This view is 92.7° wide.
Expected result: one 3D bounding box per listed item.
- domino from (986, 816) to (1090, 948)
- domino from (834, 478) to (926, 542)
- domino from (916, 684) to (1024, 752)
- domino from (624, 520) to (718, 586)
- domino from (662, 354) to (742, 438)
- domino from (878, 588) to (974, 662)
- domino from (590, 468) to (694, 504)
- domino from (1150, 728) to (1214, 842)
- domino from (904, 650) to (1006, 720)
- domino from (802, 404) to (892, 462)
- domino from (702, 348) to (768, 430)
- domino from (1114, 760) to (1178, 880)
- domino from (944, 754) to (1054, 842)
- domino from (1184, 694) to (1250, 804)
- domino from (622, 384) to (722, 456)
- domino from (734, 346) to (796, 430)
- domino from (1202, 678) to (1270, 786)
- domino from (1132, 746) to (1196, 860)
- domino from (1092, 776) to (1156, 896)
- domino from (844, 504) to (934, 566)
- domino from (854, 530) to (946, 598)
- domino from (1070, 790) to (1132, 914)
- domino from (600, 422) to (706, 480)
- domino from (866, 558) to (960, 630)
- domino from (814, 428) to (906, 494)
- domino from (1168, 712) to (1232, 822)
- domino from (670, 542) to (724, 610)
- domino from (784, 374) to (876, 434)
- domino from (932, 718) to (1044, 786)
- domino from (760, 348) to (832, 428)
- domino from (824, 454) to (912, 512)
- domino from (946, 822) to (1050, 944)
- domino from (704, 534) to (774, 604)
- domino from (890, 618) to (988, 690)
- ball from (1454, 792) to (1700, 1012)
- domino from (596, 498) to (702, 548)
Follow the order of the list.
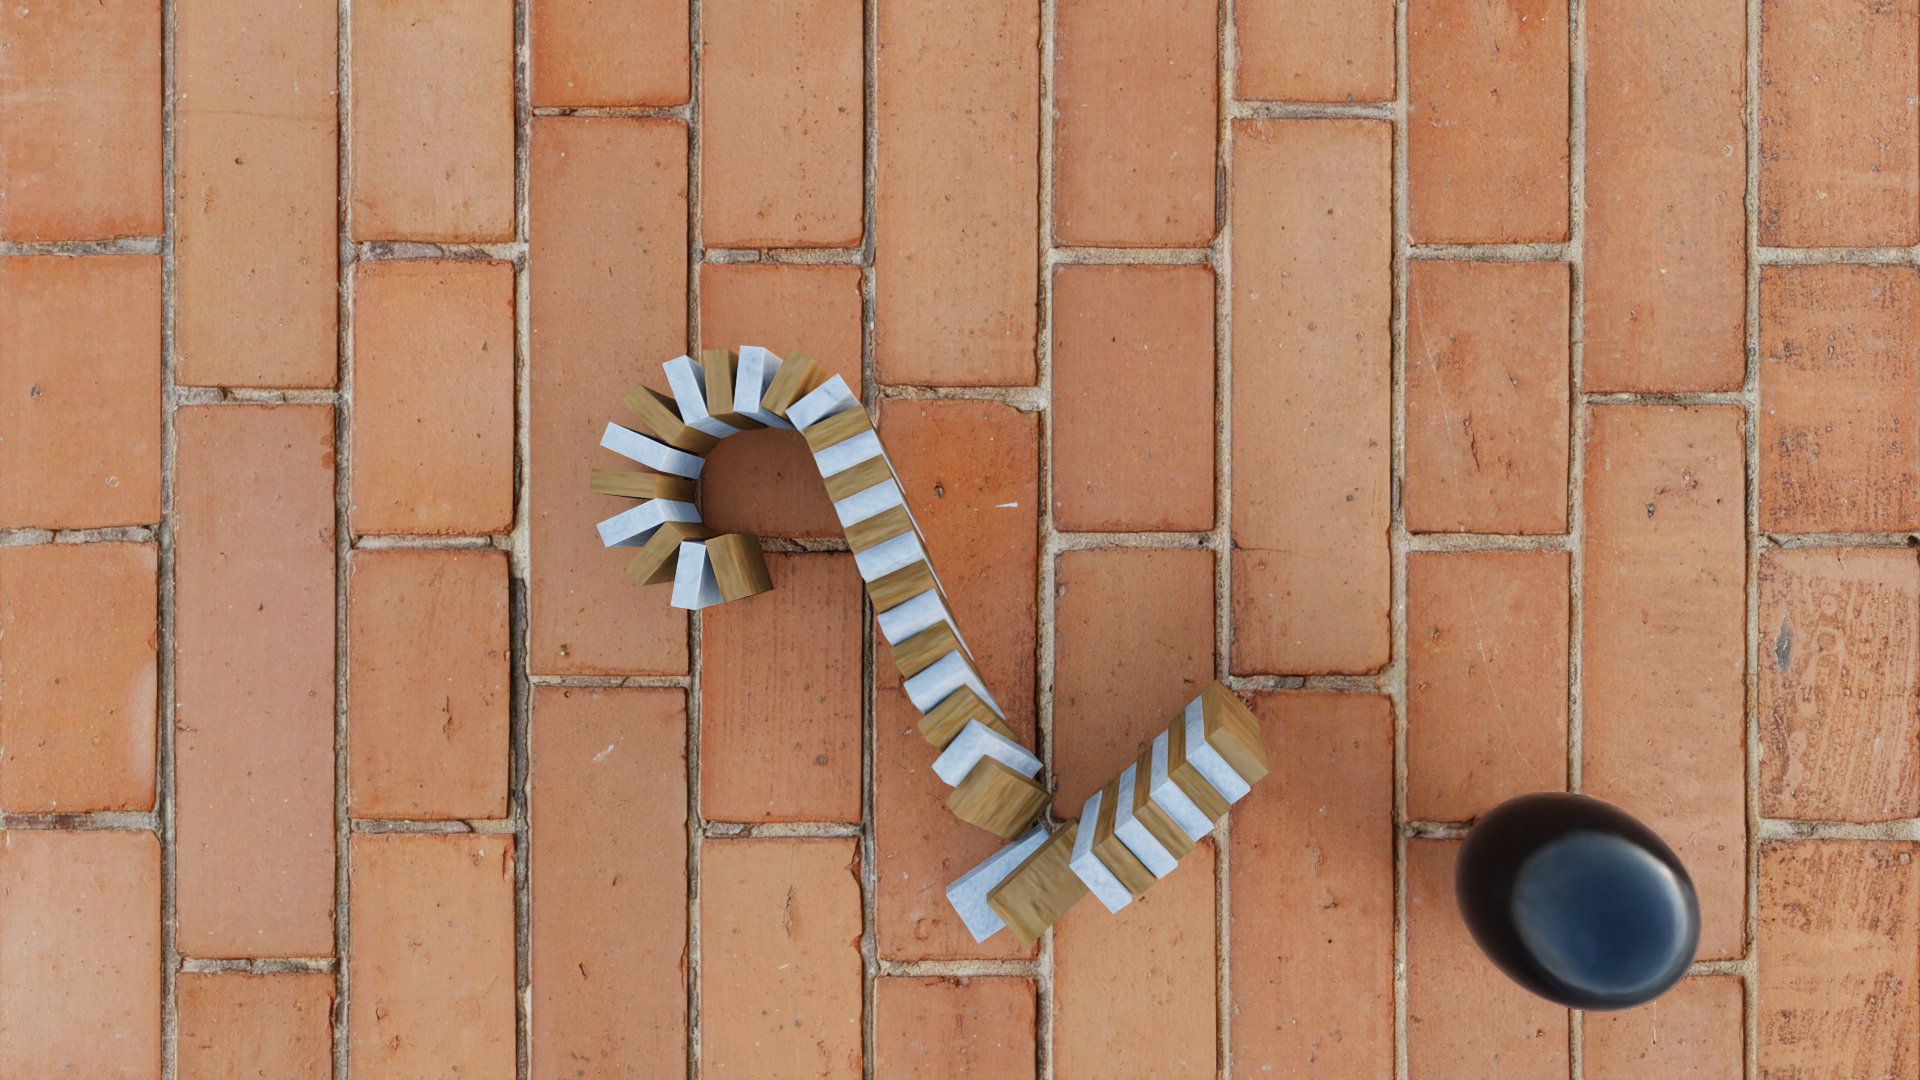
[{"bbox_3d":[0.038,0.144,0.386,0.050,0.010,0.025,-42,90,0],"label":"domino"},{"bbox_3d":[-0.032,-0.007,0.375,0.025,0.050,0.010,-24,68,0],"label":"domino"},{"bbox_3d":[0.005,0.080,0.378,0.025,0.050,0.009,-40,48,0],"label":"domino"},{"bbox_3d":[-0.117,0.005,0.375,0.010,0.050,0.025,42,90,0],"label":"domino"},{"bbox_3d":[-0.105,-0.057,0.375,0.009,0.050,0.025,-21,90,1],"label":"domino"},{"bbox_3d":[-0.013,0.041,0.377,0.025,0.050,0.010,-26,54,0],"label":"domino"},{"bbox_3d":[-0.129,-0.022,0.375,0.025,0.050,0.009,6,90,0],"label":"domino"},{"bbox_3d":[0.091,0.099,0.375,0.025,0.050,0.010,46,108,0],"label":"domino"},{"bbox_3d":[-0.001,0.067,0.378,0.025,0.050,0.010,-32,49,0],"label":"domino"},{"bbox_3d":[-0.045,-0.038,0.375,0.025,0.050,0.010,-24,77,0],"label":"domino"},{"bbox_3d":[-0.091,-0.061,0.375,0.009,0.050,0.025,-5,90,3],"label":"domino"},{"bbox_3d":[0.077,0.113,0.375,0.025,0.050,0.009,46,108,0],"label":"domino"},{"bbox_3d":[0.017,0.107,0.378,0.025,0.050,0.009,-49,48,0],"label":"domino"},{"bbox_3d":[0.104,0.084,0.375,0.025,0.050,0.009,46,108,0],"label":"domino"},{"bbox_3d":[-0.117,-0.048,0.375,0.025,0.050,0.010,41,91,0],"label":"domino"},{"bbox_3d":[-0.078,-0.061,0.375,0.009,0.050,0.025,6,90,7],"label":"domino"},{"bbox_3d":[0.112,0.077,0.375,0.025,0.050,0.010,46,108,0],"label":"domino"},{"bbox_3d":[0.084,0.106,0.375,0.025,0.050,0.009,46,108,0],"label":"domino"},{"bbox_3d":[0.069,0.120,0.375,0.025,0.050,0.010,46,109,0],"label":"domino"},{"bbox_3d":[-0.028,0.003,0.375,0.025,0.050,0.009,-24,67,0],"label":"domino"},{"bbox_3d":[-0.023,0.016,0.376,0.025,0.050,0.010,-24,62,0],"label":"domino"},{"bbox_3d":[0.060,0.126,0.375,0.009,0.050,0.025,-43,90,20],"label":"domino"},{"bbox_3d":[-0.124,-0.036,0.375,0.025,0.050,0.009,24,90,0],"label":"domino"},{"bbox_3d":[-0.018,0.028,0.376,0.025,0.050,0.010,-24,58,0],"label":"domino"},{"bbox_3d":[-0.040,-0.027,0.375,0.025,0.050,0.009,-24,71,0],"label":"domino"},{"bbox_3d":[0.097,0.091,0.375,0.025,0.050,0.010,46,108,0],"label":"domino"},{"bbox_3d":[-0.104,0.014,0.375,0.009,0.050,0.025,9,90,0],"label":"domino"},{"bbox_3d":[-0.052,-0.049,0.375,0.025,0.050,0.010,-35,80,0],"label":"domino"},{"bbox_3d":[0.012,0.093,0.378,0.025,0.050,0.010,-50,48,1],"label":"domino"},{"bbox_3d":[-0.063,-0.059,0.375,0.009,0.050,0.025,29,90,9],"label":"domino"},{"bbox_3d":[-0.036,-0.016,0.375,0.025,0.050,0.010,-24,70,0],"label":"domino"},{"bbox_3d":[0.022,0.148,0.395,0.050,0.010,0.025,-34,90,0],"label":"domino"},{"bbox_3d":[-0.089,0.011,0.375,0.010,0.050,0.025,-17,90,0],"label":"domino"},{"bbox_3d":[-0.008,0.054,0.378,0.025,0.050,0.009,-29,51,0],"label":"domino"},{"bbox_3d":[0.239,0.140,0.360,0.080,0.080,0.080,0,90,0],"label":"ball"},{"bbox_3d":[-0.126,-0.007,0.375,0.025,0.050,0.010,-24,90,0],"label":"domino"}]
